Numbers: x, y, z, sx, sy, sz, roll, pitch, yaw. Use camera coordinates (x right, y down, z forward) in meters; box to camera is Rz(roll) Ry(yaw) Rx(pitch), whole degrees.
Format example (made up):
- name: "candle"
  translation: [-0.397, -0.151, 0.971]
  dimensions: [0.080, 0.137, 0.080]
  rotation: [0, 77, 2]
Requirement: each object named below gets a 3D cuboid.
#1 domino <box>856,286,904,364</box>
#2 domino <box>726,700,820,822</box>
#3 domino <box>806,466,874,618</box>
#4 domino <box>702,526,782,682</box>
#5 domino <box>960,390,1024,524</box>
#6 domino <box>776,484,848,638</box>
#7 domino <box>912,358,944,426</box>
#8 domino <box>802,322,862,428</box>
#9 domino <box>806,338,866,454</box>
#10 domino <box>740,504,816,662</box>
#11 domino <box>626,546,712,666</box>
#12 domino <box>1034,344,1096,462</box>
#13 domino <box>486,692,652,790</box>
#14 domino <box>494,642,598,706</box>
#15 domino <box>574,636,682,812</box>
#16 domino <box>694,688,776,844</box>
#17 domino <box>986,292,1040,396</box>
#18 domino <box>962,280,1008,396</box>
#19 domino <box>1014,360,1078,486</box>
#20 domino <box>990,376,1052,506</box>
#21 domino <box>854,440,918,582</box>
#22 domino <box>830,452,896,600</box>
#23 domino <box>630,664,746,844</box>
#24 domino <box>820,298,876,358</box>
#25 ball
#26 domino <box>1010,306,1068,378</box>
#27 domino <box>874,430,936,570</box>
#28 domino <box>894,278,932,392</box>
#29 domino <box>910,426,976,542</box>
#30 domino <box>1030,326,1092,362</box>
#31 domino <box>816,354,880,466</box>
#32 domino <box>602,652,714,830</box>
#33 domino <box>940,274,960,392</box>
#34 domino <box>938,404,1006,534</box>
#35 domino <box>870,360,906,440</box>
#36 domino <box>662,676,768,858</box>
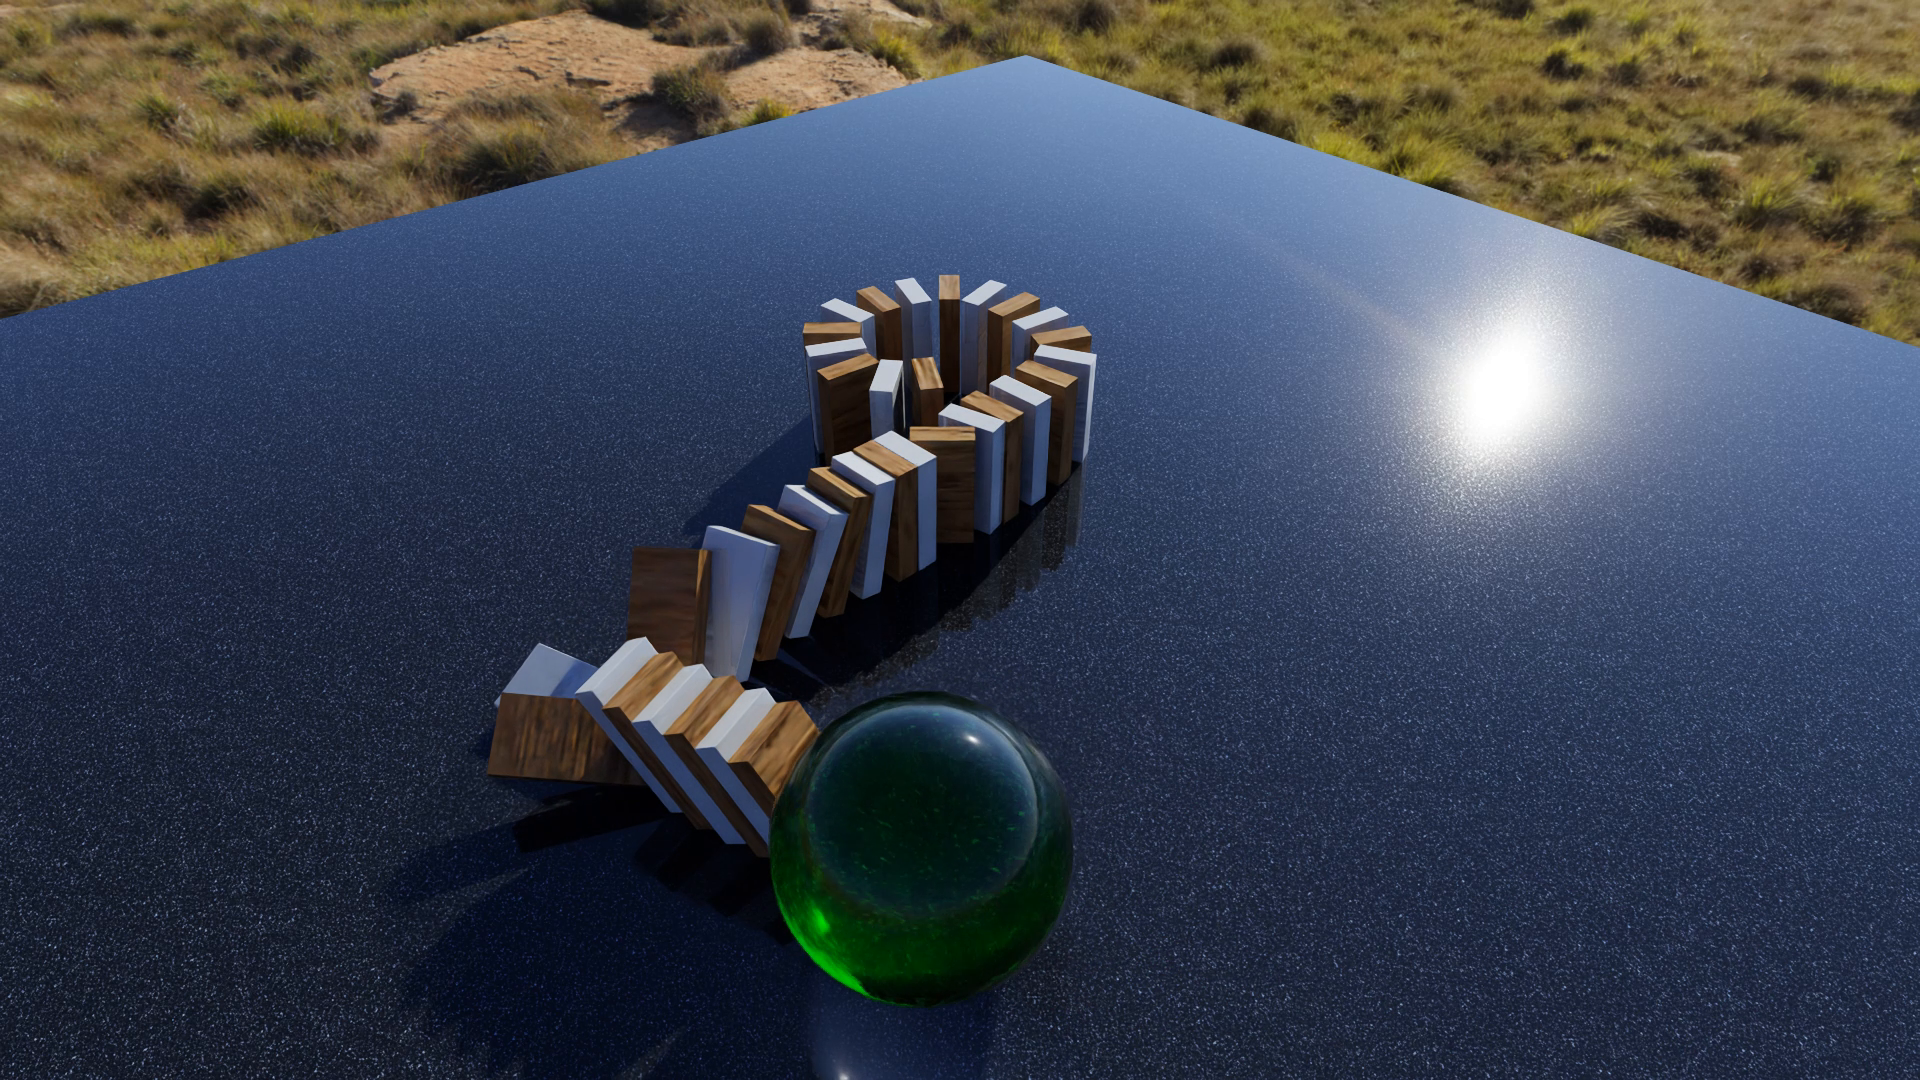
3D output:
- name: "domino"
  translation: [-0.038, -0.092, 0.524]
  dimensions: [0.009, 0.050, 0.025]
  rotation: [-22, 44, -25]
- name: "domino"
  translation: [-0.044, 0.075, 0.323]
  dimensions: [0.010, 0.050, 0.025]
  rotation: [-13, 27, 39]
- name: "domino"
  translation: [-0.050, 0.001, 0.410]
  dimensions: [0.025, 0.050, 0.010]
  rotation: [32, 27, 33]
- name: "domino"
  translation: [-0.082, 0.022, 0.387]
  dimensions: [0.025, 0.050, 0.009]
  rotation: [16, 5, 19]
- name: "domino"
  translation: [0.012, -0.034, 0.453]
  dimensions: [0.025, 0.050, 0.010]
  rotation: [30, 47, 31]
- name: "domino"
  translation: [-0.060, 0.008, 0.403]
  dimensions: [0.025, 0.050, 0.010]
  rotation: [31, 19, 32]
- name: "domino"
  translation: [-0.014, -0.050, 0.473]
  dimensions: [0.009, 0.050, 0.025]
  rotation: [-7, 40, -8]
- name: "domino"
  translation: [-0.057, -0.075, 0.503]
  dimensions: [0.025, 0.050, 0.010]
  rotation: [0, 39, 0]
- name: "domino"
  translation: [-0.053, -0.064, 0.489]
  dimensions: [0.025, 0.050, 0.009]
  rotation: [-11, 41, -13]
- name: "domino"
  translation: [-0.071, 0.015, 0.396]
  dimensions: [0.025, 0.050, 0.010]
  rotation: [24, 11, 26]
- name: "domino"
  translation: [-0.101, 0.028, 0.381]
  dimensions: [0.025, 0.050, 0.009]
  rotation: [2, -4, 14]
- name: "domino"
  translation: [0.045, -0.060, 0.484]
  dimensions: [0.025, 0.050, 0.010]
  rotation: [13, 41, 15]
- name: "domino"
  translation: [-0.120, 0.064, 0.347]
  dimensions: [0.050, 0.010, 0.025]
  rotation: [8, 70, -14]
- name: "domino"
  translation: [-0.128, 0.055, 0.370]
  dimensions: [0.050, 0.010, 0.025]
  rotation: [18, 61, 20]
- name: "domino"
  translation: [-0.094, 0.058, 0.343]
  dimensions: [0.009, 0.050, 0.025]
  rotation: [-14, 27, 39]
- name: "domino"
  translation: [-0.054, 0.071, 0.326]
  dimensions: [0.009, 0.050, 0.025]
  rotation: [-13, 27, 39]
- name: "domino"
  translation: [0.025, -0.089, 0.520]
  dimensions: [0.025, 0.050, 0.010]
  rotation: [-32, 49, -33]
- name: "domino"
  translation: [0.011, -0.096, 0.529]
  dimensions: [0.010, 0.050, 0.025]
  rotation: [23, 45, 25]
- name: "domino"
  translation: [0.036, -0.050, 0.472]
  dimensions: [0.025, 0.050, 0.010]
  rotation: [26, 46, 28]
- name: "domino"
  translation: [0.024, -0.041, 0.462]
  dimensions: [0.025, 0.050, 0.010]
  rotation: [31, 48, 32]
- name: "domino"
  translation: [-0.029, -0.011, 0.424]
  dimensions: [0.025, 0.050, 0.010]
  rotation: [32, 47, 33]
- name: "domino"
  translation: [-0.039, -0.005, 0.417]
  dimensions: [0.025, 0.050, 0.009]
  rotation: [32, 37, 33]
- name: "domino"
  translation: [-0.075, 0.065, 0.334]
  dimensions: [0.010, 0.050, 0.025]
  rotation: [-13, 27, 39]
- name: "domino"
  translation: [-0.051, -0.085, 0.515]
  dimensions: [0.025, 0.050, 0.009]
  rotation: [28, 47, 30]
- name: "ball"
  translation: [-0.010, 0.080, 0.290]
  dimensions: [0.080, 0.080, 0.080]
  rotation: [0, 39, 0]
- name: "domino"
  translation: [0.036, -0.080, 0.510]
  dimensions: [0.025, 0.050, 0.009]
  rotation: [-24, 45, -26]
- name: "domino"
  translation: [-0.021, -0.015, 0.430]
  dimensions: [0.025, 0.050, 0.010]
  rotation: [32, 48, 33]
- name: "domino"
  translation: [-0.022, -0.097, 0.530]
  dimensions: [0.010, 0.050, 0.025]
  rotation: [-14, 41, -16]
- name: "domino"
  translation: [-0.007, -0.021, 0.437]
  dimensions: [0.025, 0.050, 0.009]
  rotation: [0, 39, -1]
- name: "domino"
  translation: [0.044, -0.071, 0.498]
  dimensions: [0.025, 0.050, 0.009]
  rotation: [-12, 41, -15]
- name: "domino"
  translation: [-0.047, -0.054, 0.477]
  dimensions: [0.025, 0.050, 0.010]
  rotation: [-24, 45, -27]
- name: "domino"
  translation: [-0.085, 0.062, 0.338]
  dimensions: [0.009, 0.050, 0.025]
  rotation: [-13, 27, 39]
- name: "domino"
  translation: [-0.005, -0.100, 0.533]
  dimensions: [0.010, 0.050, 0.025]
  rotation: [0, 39, 0]
- name: "domino"
  translation: [0.004, -0.028, 0.446]
  dimensions: [0.025, 0.050, 0.010]
  rotation: [21, 43, 24]
- name: "domino"
  translation: [-0.031, -0.049, 0.471]
  dimensions: [0.010, 0.050, 0.025]
  rotation: [5, 40, 6]
- name: "domino"
  translation: [-0.064, 0.068, 0.330]
  dimensions: [0.009, 0.050, 0.025]
  rotation: [-13, 27, 39]
